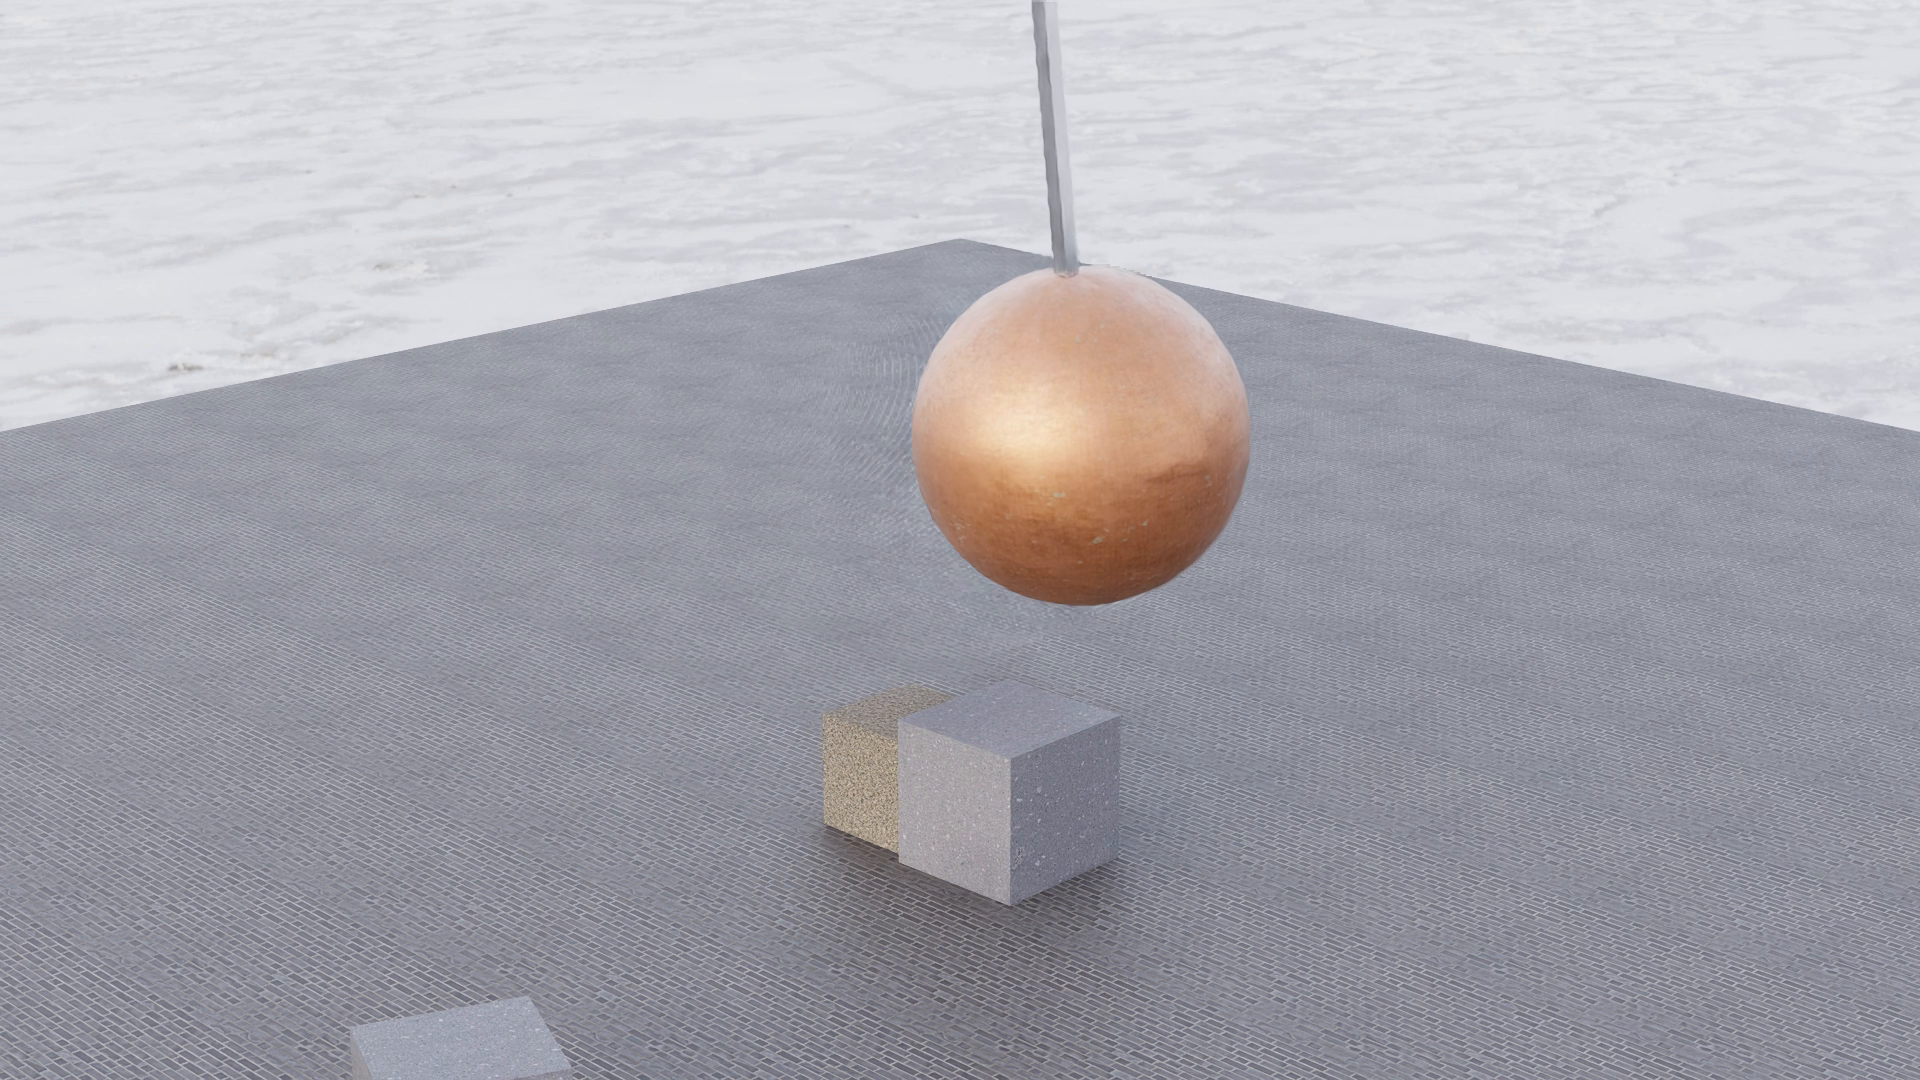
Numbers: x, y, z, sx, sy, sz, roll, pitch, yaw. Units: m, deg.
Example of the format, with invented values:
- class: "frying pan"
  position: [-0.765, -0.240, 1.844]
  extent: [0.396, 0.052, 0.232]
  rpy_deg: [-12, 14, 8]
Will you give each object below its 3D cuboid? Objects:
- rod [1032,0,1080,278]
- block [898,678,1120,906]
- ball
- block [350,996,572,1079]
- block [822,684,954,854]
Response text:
- class: "rod"
  position: [0.245, -3.610, 12.465]
  extent: [0.080, 5.200, 0.080]
  rpy_deg: [17, 32, 42]
- class: "block"
  position: [0.227, 1.148, 13.512]
  extent: [0.701, 0.708, 0.745]
  rpy_deg: [16, 23, 41]
- class: "ball"
  position: [0.567, -0.492, 13.781]
  extent: [1.600, 1.600, 1.600]
  rpy_deg: [0, 17, 0]
- class: "block"
  position: [-1.787, 2.114, 10.556]
  extent: [0.663, 0.637, 0.615]
  rpy_deg: [-7, 19, -21]
- class: "block"
  position: [-0.243, 1.085, 13.956]
  extent: [0.562, 0.562, 0.591]
  rpy_deg: [17, 24, 42]
